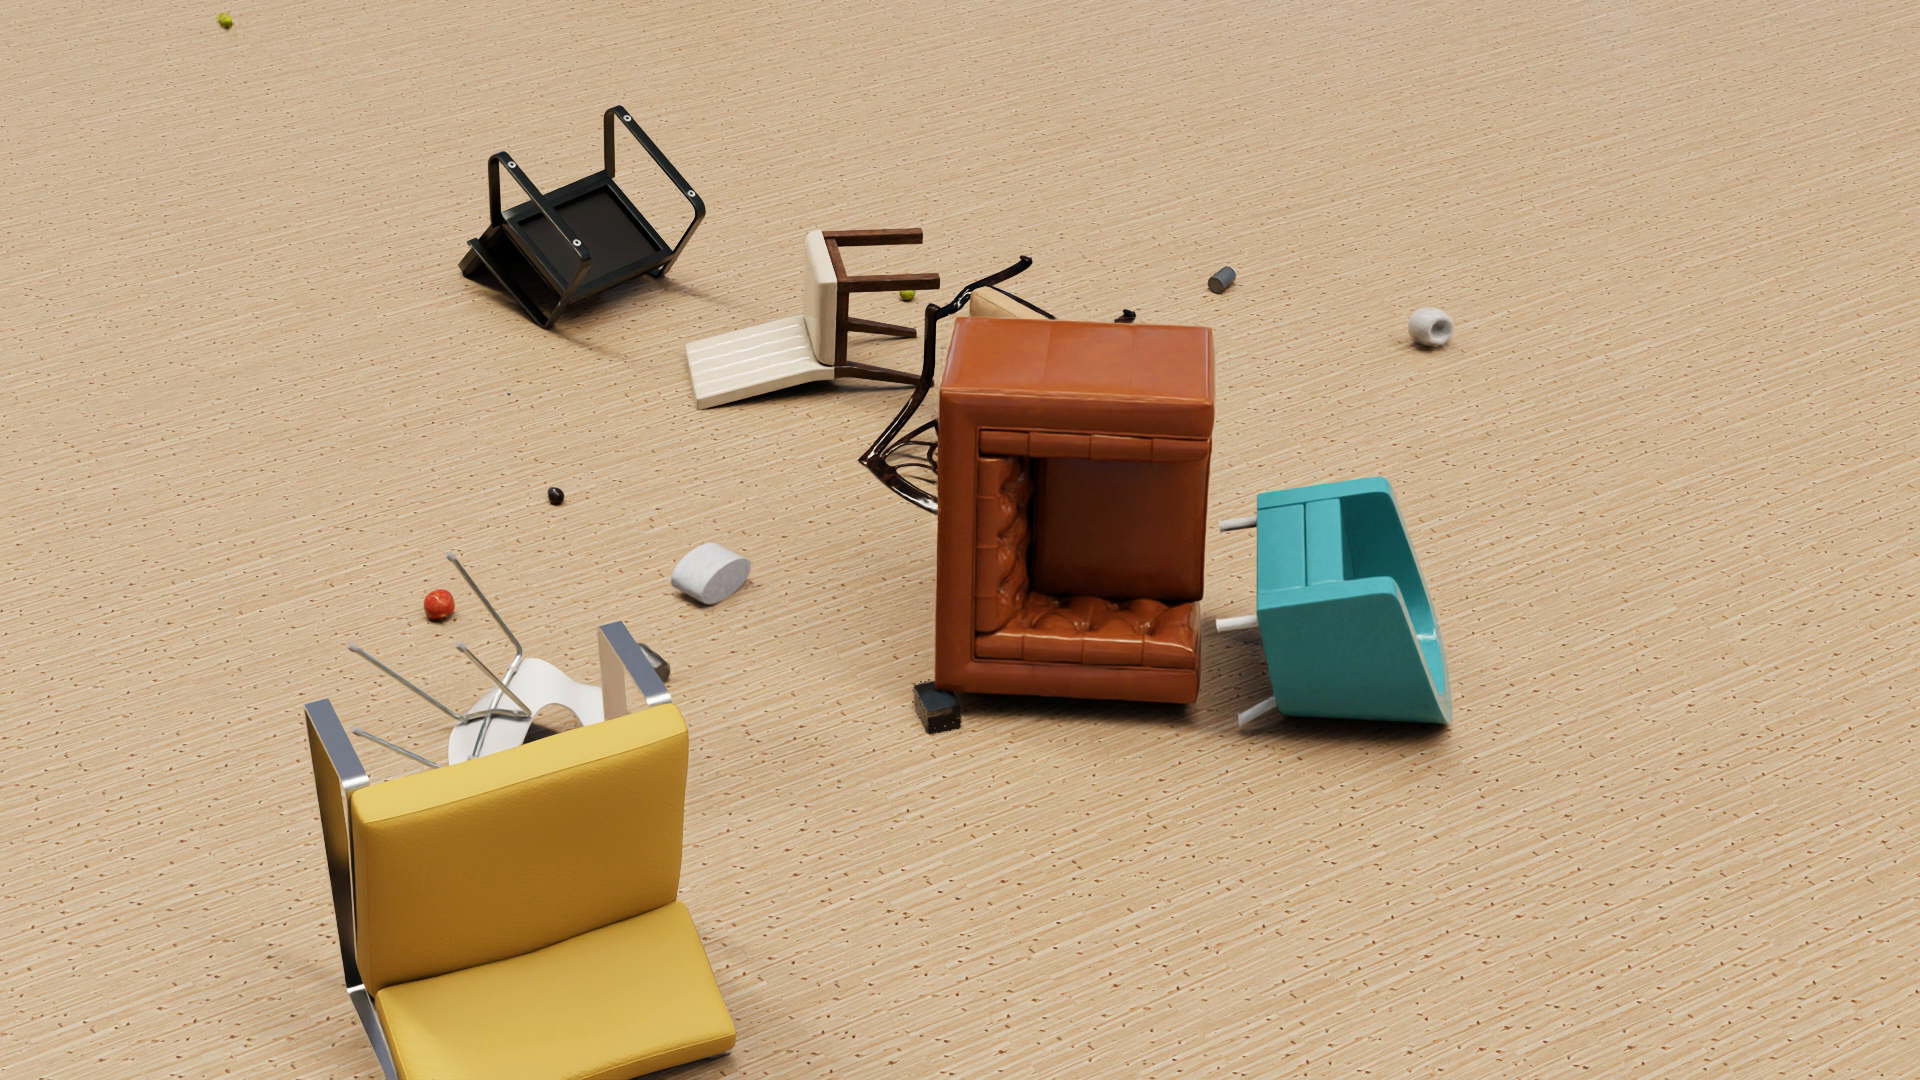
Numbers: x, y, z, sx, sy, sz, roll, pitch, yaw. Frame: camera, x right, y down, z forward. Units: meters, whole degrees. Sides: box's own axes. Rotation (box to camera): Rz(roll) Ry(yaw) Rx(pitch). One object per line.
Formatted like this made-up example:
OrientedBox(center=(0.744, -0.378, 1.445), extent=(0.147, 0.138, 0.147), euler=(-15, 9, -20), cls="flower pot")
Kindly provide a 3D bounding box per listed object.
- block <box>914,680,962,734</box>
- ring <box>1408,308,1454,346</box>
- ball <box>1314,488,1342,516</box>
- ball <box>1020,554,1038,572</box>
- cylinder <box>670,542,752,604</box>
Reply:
OrientedBox(center=(-0.077, 0.568, 9.993), extent=(0.118, 0.098, 0.157), euler=(-10, 35, -15), cls="block")
OrientedBox(center=(1.948, -0.880, 12.142), extent=(0.190, 0.155, 0.128), euler=(3, 16, -35), cls="ring")
OrientedBox(center=(1.390, -0.146, 11.072), extent=(0.104, 0.104, 0.104), euler=(0, 33, 0), cls="ball")
OrientedBox(center=(0.250, 0.085, 10.755), extent=(0.066, 0.066, 0.066), euler=(0, 33, 0), cls="ball")
OrientedBox(center=(-0.903, 0.120, 10.632), extent=(0.159, 0.143, 0.256), euler=(25, 44, 33), cls="cylinder")
